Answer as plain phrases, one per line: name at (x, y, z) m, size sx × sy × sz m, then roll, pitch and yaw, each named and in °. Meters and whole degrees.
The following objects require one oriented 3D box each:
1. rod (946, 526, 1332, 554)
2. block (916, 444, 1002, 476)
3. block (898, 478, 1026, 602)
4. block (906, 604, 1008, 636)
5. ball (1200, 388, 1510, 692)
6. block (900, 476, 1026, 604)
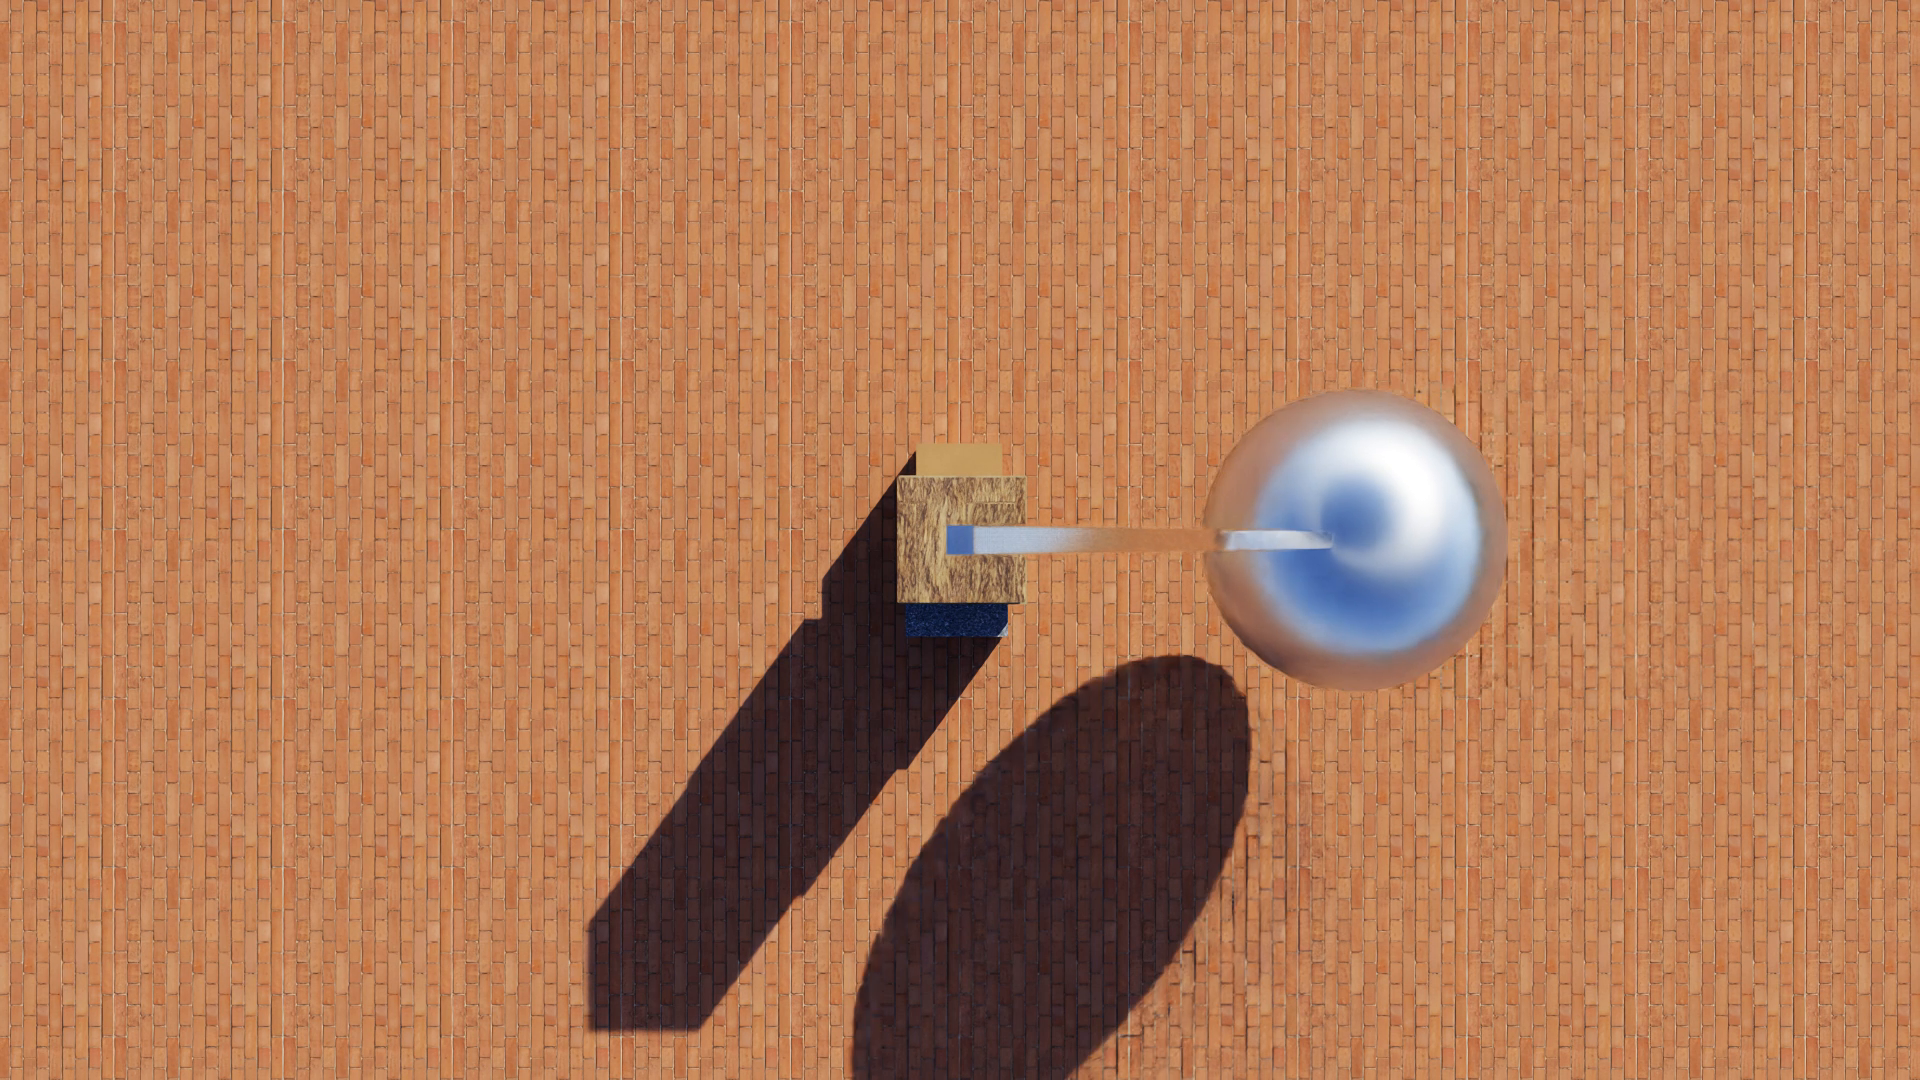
rod at (0.899, 0.000, 8.413) m, size 0.080 × 5.200 × 0.080 m, roll 0°, pitch 90°, yaw 20°
block at (-0.004, -0.282, 12.741) m, size 0.489 × 0.518 × 0.534 m, roll 0°, pitch 90°, yaw 0°
block at (0.007, 0.000, 11.564) m, size 0.658 × 0.548 × 0.642 m, roll 0°, pitch 90°, yaw 0°
block at (-0.019, 0.272, 12.732) m, size 0.582 × 0.536 × 0.554 m, roll 0°, pitch 90°, yaw 0°
ball at (2.074, 0.000, 11.604) m, size 1.600 × 1.600 × 1.600 m, roll 0°, pitch 90°, yaw 0°
block at (0.016, 0.000, 12.151) m, size 0.688 × 0.627 × 0.694 m, roll 0°, pitch 90°, yaw 0°
